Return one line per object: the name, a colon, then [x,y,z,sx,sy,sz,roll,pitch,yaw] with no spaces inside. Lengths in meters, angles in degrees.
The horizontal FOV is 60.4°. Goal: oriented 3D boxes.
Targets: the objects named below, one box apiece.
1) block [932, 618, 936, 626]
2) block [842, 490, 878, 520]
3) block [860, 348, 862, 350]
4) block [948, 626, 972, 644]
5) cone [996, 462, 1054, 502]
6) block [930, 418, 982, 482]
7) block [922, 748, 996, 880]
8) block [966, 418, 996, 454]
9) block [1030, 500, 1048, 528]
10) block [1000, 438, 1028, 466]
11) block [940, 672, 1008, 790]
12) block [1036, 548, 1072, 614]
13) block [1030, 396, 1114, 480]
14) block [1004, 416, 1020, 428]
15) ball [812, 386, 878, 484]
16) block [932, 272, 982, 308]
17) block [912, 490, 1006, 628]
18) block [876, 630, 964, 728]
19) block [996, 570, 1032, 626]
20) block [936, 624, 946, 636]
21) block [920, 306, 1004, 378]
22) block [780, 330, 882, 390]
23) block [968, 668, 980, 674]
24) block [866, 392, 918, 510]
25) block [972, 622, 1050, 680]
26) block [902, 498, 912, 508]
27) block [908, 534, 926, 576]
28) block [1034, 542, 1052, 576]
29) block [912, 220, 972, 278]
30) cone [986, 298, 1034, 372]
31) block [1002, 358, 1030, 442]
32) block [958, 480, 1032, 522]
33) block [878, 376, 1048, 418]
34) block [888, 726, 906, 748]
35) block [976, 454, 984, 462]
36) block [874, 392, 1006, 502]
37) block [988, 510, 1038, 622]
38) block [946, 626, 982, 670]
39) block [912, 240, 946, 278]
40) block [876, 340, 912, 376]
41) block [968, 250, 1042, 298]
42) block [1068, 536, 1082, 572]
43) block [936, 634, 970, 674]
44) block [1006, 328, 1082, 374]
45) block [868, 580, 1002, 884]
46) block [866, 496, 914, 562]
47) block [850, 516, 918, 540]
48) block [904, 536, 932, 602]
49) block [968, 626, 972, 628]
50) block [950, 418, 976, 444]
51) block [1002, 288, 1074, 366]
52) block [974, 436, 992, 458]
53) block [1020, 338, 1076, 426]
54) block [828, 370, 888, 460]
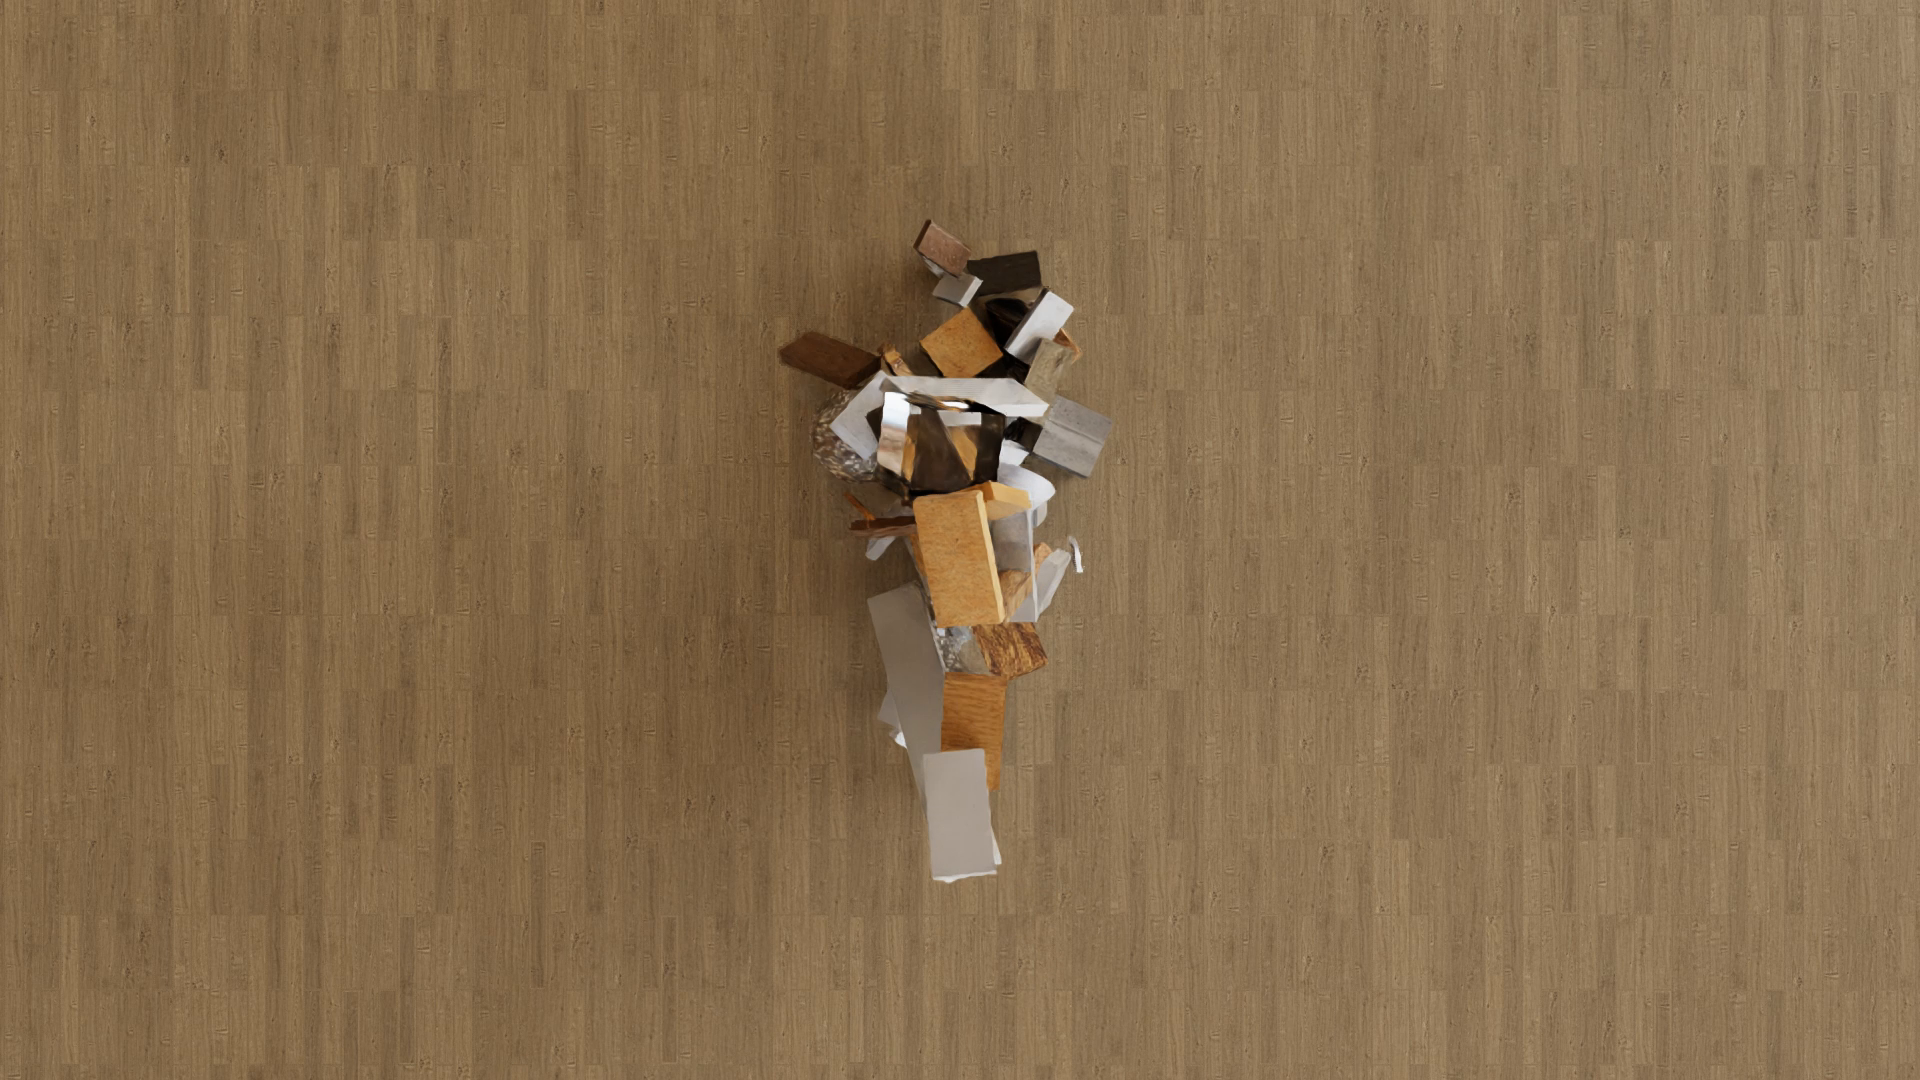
block: [-0.085,0.258,5.056,0.050,0.100,0.014,-33,90,-4]
block: [-0.289,-0.092,4.858,0.018,0.065,0.130,-48,51,0]
block: [-0.333,-0.532,5.144,0.130,0.018,0.065,-43,65,-12]
block: [-0.027,0.237,5.192,0.050,0.014,0.191,-28,88,6]
cone: [0.119,-0.051,5.112,0.290,0.290,0.290,15,72,0]
block: [-0.087,-0.282,4.809,0.153,0.043,0.306,-24,60,-25]
block: [-0.002,0.735,4.428,0.167,0.047,0.333,-7,68,3]
block: [0.036,-0.323,5.174,0.032,0.114,0.228,29,106,-19]
block: [0.150,-0.071,4.560,0.156,0.312,0.044,-3,96,8]
block: [0.115,-0.234,5.359,0.114,0.032,0.228,13,134,-30]
block: [0.035,0.523,4.513,0.167,0.047,0.333,5,116,4]
block: [0.242,0.118,4.585,0.044,0.312,0.156,26,99,7]
block: [0.364,-0.334,5.400,0.201,0.201,0.201,24,90,0]
block: [0.080,-0.398,5.376,0.264,0.037,0.132,-37,94,18]
ball: [-0.307,-0.322,5.062,0.297,0.297,0.297,0,90,0]
block: [-0.011,-0.826,5.403,0.029,0.208,0.104,34,89,-31]
block: [-0.002,0.048,3.982,0.163,0.046,0.326,-5,109,19]
block: [-0.125,0.437,5.154,0.162,0.046,0.323,21,88,7]
block: [0.072,0.142,4.209,0.163,0.326,0.046,4,106,14]
block: [-0.057,0.218,4.953,0.019,0.135,0.068,-6,132,6]
block: [0.005,-0.617,5.402,0.195,0.195,0.195,-36,90,0]
block: [-0.402,-0.559,5.107,0.292,0.041,0.146,24,46,33]
block: [0.001,0.410,5.377,0.121,0.243,0.034,3,83,0]
block: [-0.126,-0.247,4.623,0.153,0.043,0.306,-23,106,13]
block: [0.118,0.236,4.808,0.169,0.048,0.338,-22,94,4]
block: [-0.074,-0.100,4.522,0.092,0.184,0.026,10,85,-32]
block: [-0.086,-0.013,5.041,0.131,0.262,0.037,-30,129,10]
block: [0.133,0.108,5.047,0.048,0.400,0.169,43,68,-13]
block: [-0.055,-0.939,5.325,0.208,0.029,0.104,27,89,-44]
cone: [0.177,-0.650,5.448,0.231,0.231,0.231,11,117,0]
block: [0.187,-0.456,5.424,0.132,0.037,0.264,27,116,1]
block: [0.055,-0.089,4.144,0.163,0.326,0.046,-17,82,17]
block: [0.024,-0.427,4.942,0.153,0.717,0.043,39,113,24]
block: [-0.063,0.652,5.396,0.323,0.046,0.162,36,90,-31]
block: [0.004,-0.253,5.462,0.132,0.037,0.264,10,93,11]
block: [-0.056,-0.246,4.414,0.245,0.245,0.245,2,104,-25]
block: [0.117,0.064,4.389,0.156,0.044,0.312,-2,102,13]
block: [0.021,0.283,5.225,0.122,0.034,0.243,9,82,-7]
block: [-0.079,-0.949,5.401,0.029,0.208,0.104,41,90,27]
block: [-0.134,-0.439,5.096,0.041,0.146,0.370,-33,110,-2]
block: [0.148,-0.884,5.483,0.234,0.033,0.117,-9,90,0]
block: [0.366,0.045,5.219,0.016,0.115,0.058,-17,46,-5]
block: [-0.083,0.408,5.037,0.183,0.183,0.183,-29,84,3]
block: [0.276,-0.581,5.436,0.234,0.033,0.117,-40,72,16]
block: [-0.084,0.535,4.788,0.167,0.047,0.932,-22,57,7]
block: [-0.202,-0.063,5.132,0.037,0.131,0.262,30,125,-16]
block: [-0.152,-0.039,4.511,0.282,0.092,0.026,-5,74,18]
block: [-0.048,0.063,5.010,0.169,0.338,0.048,-32,128,5]
block: [0.074,0.238,5.162,0.115,0.016,0.058,-15,59,40]
block: [-0.017,-0.298,5.054,0.065,0.018,0.217,23,101,6]
block: [0.252,-0.681,5.296,0.117,0.033,0.234,29,102,-33]
block: [-0.050,-0.285,5.396,0.300,0.037,0.131,-30,96,21]
block: [0.266,-0.506,5.288,0.114,0.032,0.262,24,90,-5]
block: [-0.257,-0.373,4.893,0.146,0.292,0.041,42,135,-5]
